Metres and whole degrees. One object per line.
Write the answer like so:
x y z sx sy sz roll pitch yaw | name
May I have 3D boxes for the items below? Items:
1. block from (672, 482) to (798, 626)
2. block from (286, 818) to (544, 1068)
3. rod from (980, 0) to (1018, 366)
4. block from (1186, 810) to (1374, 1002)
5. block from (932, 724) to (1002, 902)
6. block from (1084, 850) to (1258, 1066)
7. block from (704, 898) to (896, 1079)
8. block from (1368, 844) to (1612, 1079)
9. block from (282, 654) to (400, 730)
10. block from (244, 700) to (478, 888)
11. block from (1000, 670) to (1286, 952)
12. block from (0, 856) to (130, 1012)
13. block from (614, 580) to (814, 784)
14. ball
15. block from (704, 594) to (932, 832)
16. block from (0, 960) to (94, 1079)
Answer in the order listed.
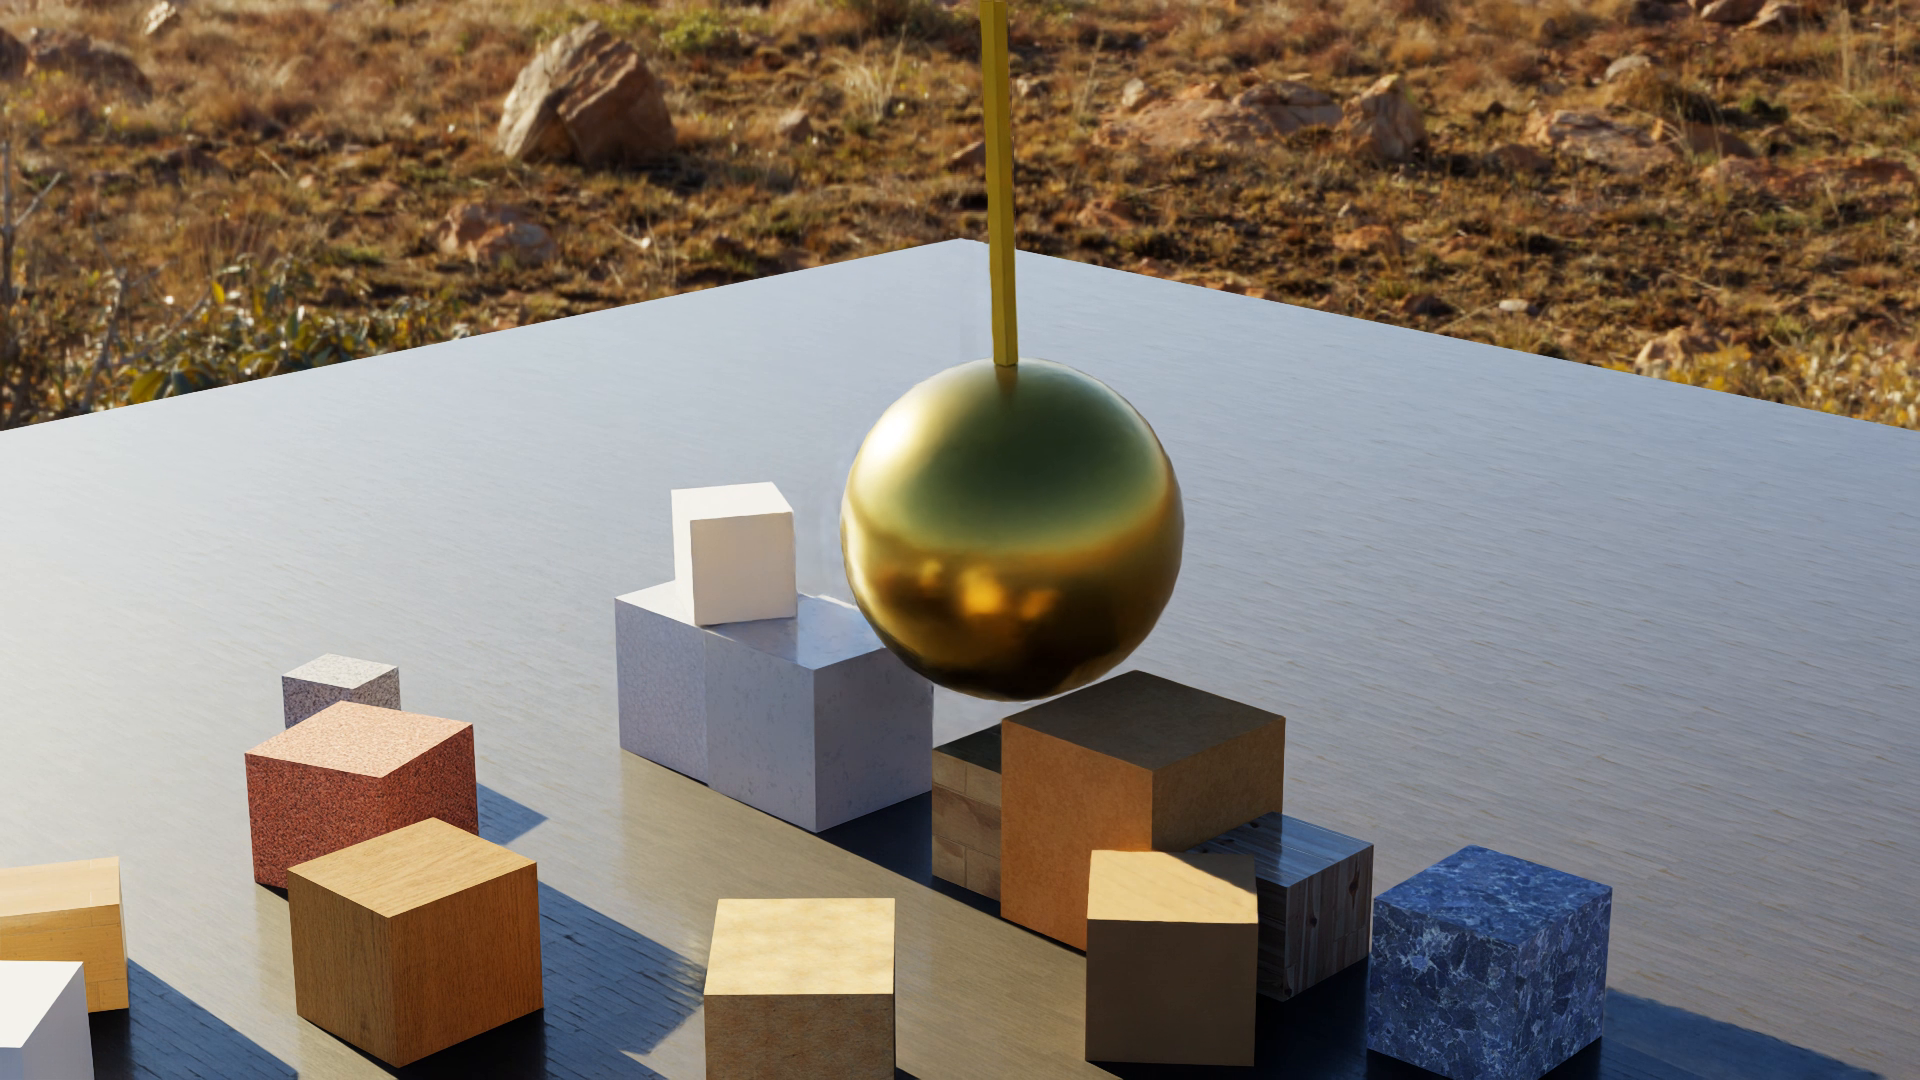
-1.120 0.062 14.528 0.512 0.535 0.572 -5 17 -13 | block
-2.233 1.638 12.043 0.689 0.654 0.739 16 23 41 | block
0.104 -3.250 12.430 0.080 5.200 0.080 17 27 42 | rod
1.358 1.555 12.529 0.538 0.520 0.612 16 23 41 | block
0.287 1.229 13.402 0.543 0.618 0.634 16 24 42 | block
0.858 1.692 11.928 0.672 0.620 0.677 1 17 4 | block
-0.593 1.874 11.164 0.687 0.730 0.831 0 17 -1 | block
2.127 1.718 11.780 0.656 0.658 0.721 15 23 39 | block
-3.130 0.867 14.869 0.446 0.431 0.369 8 19 25 | block
-2.734 1.203 13.461 0.734 0.632 0.733 8 19 23 | block
0.799 1.221 12.891 0.867 0.940 0.881 16 24 42 | block
-3.759 1.665 12.262 0.505 0.471 0.500 -5 18 -15 | block
-1.226 0.676 14.849 0.716 0.807 0.729 -17 24 -42 | block
0.241 -0.052 13.578 1.600 1.600 1.600 0 17 0 | ball
-0.687 0.833 14.323 0.773 0.823 0.794 -17 24 -42 | block
-3.645 2.017 10.715 0.735 0.727 0.684 1 17 2 | block
